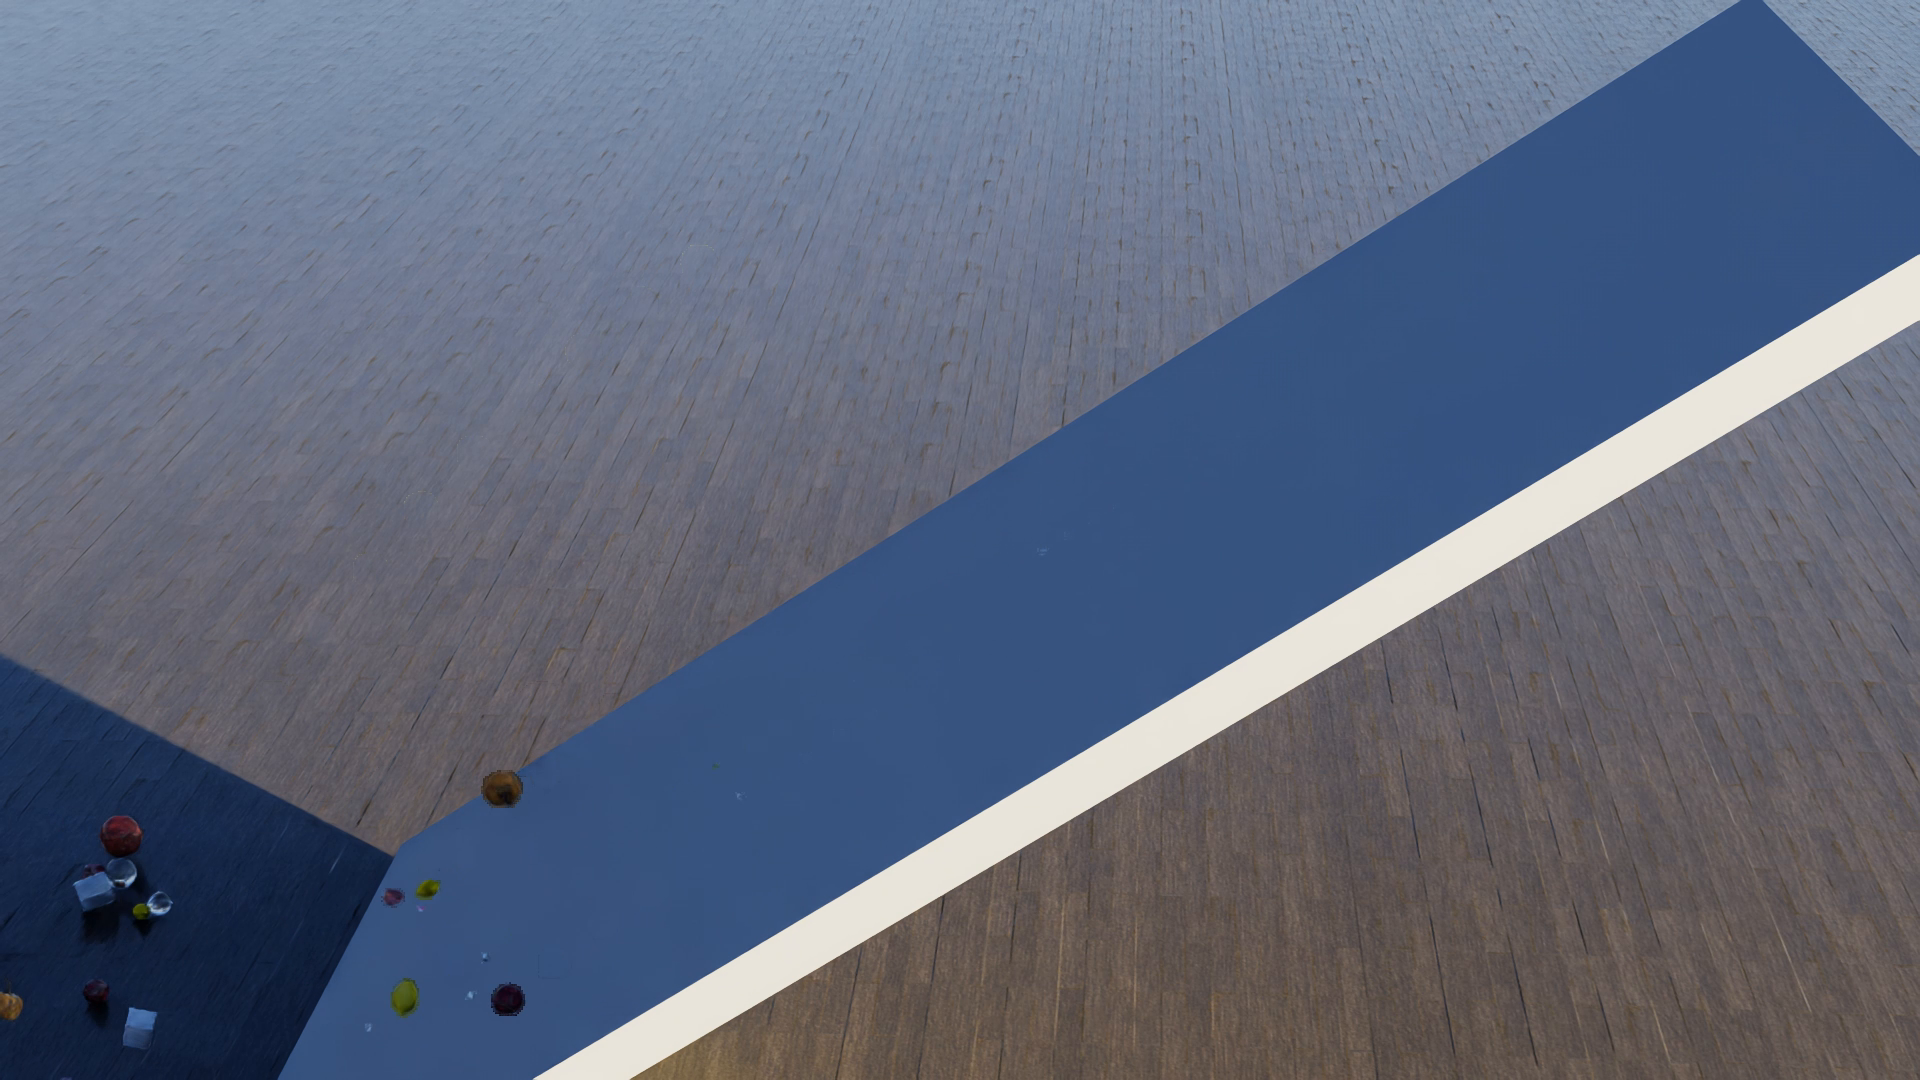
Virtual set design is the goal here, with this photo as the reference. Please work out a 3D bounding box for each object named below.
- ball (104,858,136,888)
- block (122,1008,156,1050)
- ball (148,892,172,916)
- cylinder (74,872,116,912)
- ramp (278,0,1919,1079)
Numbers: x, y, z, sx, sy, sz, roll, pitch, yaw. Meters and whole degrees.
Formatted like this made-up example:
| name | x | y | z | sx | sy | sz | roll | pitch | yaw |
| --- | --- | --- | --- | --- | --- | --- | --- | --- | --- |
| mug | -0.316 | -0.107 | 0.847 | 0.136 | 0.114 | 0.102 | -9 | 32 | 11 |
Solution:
| name | x | y | z | sx | sy | sz | roll | pitch | yaw |
| --- | --- | --- | --- | --- | --- | --- | --- | --- | --- |
| ball | -2.188 | 0.869 | 7.667 | 0.082 | 0.082 | 0.082 | 0 | 21 | 0 |
| block | -1.903 | 1.134 | 6.823 | 0.062 | 0.062 | 0.062 | 11 | 31 | -11 |
| ball | -2.050 | 0.932 | 7.533 | 0.060 | 0.060 | 0.060 | 0 | 21 | 0 |
| cylinder | -2.222 | 0.903 | 7.552 | 0.083 | 0.083 | 0.083 | -21 | 27 | -17 |
| ramp | 0.137 | 0.173 | 6.303 | 4.000 | 0.100 | 2.000 | -32 | 16 | 15 |
